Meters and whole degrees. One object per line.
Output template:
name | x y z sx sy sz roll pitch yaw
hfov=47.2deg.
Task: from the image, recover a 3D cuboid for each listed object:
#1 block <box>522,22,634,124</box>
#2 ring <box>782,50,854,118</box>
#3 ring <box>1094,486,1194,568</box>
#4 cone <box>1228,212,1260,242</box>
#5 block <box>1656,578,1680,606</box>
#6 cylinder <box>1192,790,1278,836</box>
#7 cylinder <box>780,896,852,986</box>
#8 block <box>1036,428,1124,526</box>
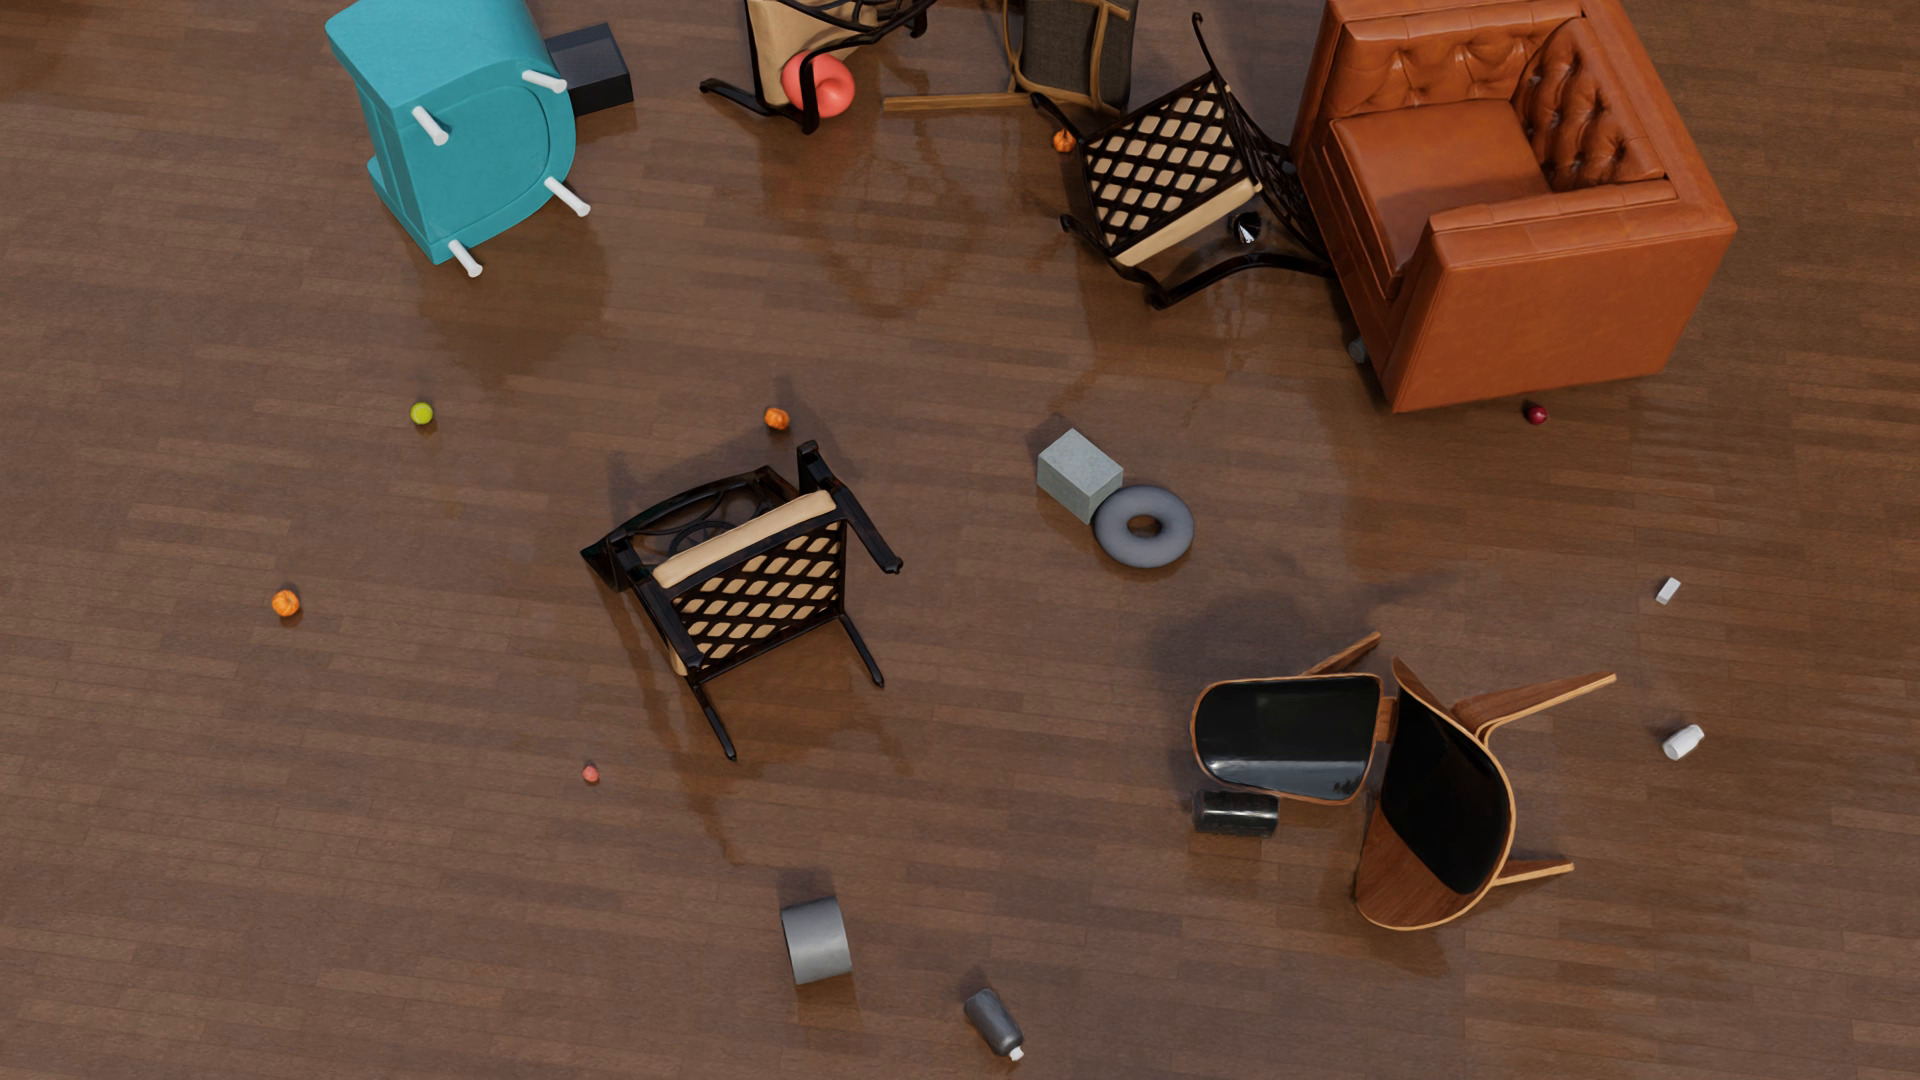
block | -1.314 -1.607 7.572 0.302 0.133 0.264 -18 58 -12
ring | -0.476 -1.533 7.404 0.123 0.400 0.211 40 102 18
ring | 0.549 -0.041 6.550 0.301 0.087 0.283 -1 57 -2
cone | 0.913 -1.048 7.247 0.115 0.113 0.101 40 105 51
block | 2.079 0.150 6.456 0.033 0.028 0.078 34 62 21
cylinder | 0.739 0.733 5.910 0.197 0.228 0.110 5 81 -1
cylinder | -0.377 1.047 5.750 0.149 0.205 0.197 -12 20 -8
block | 0.360 -0.191 6.613 0.146 0.149 0.213 -39 64 -23
